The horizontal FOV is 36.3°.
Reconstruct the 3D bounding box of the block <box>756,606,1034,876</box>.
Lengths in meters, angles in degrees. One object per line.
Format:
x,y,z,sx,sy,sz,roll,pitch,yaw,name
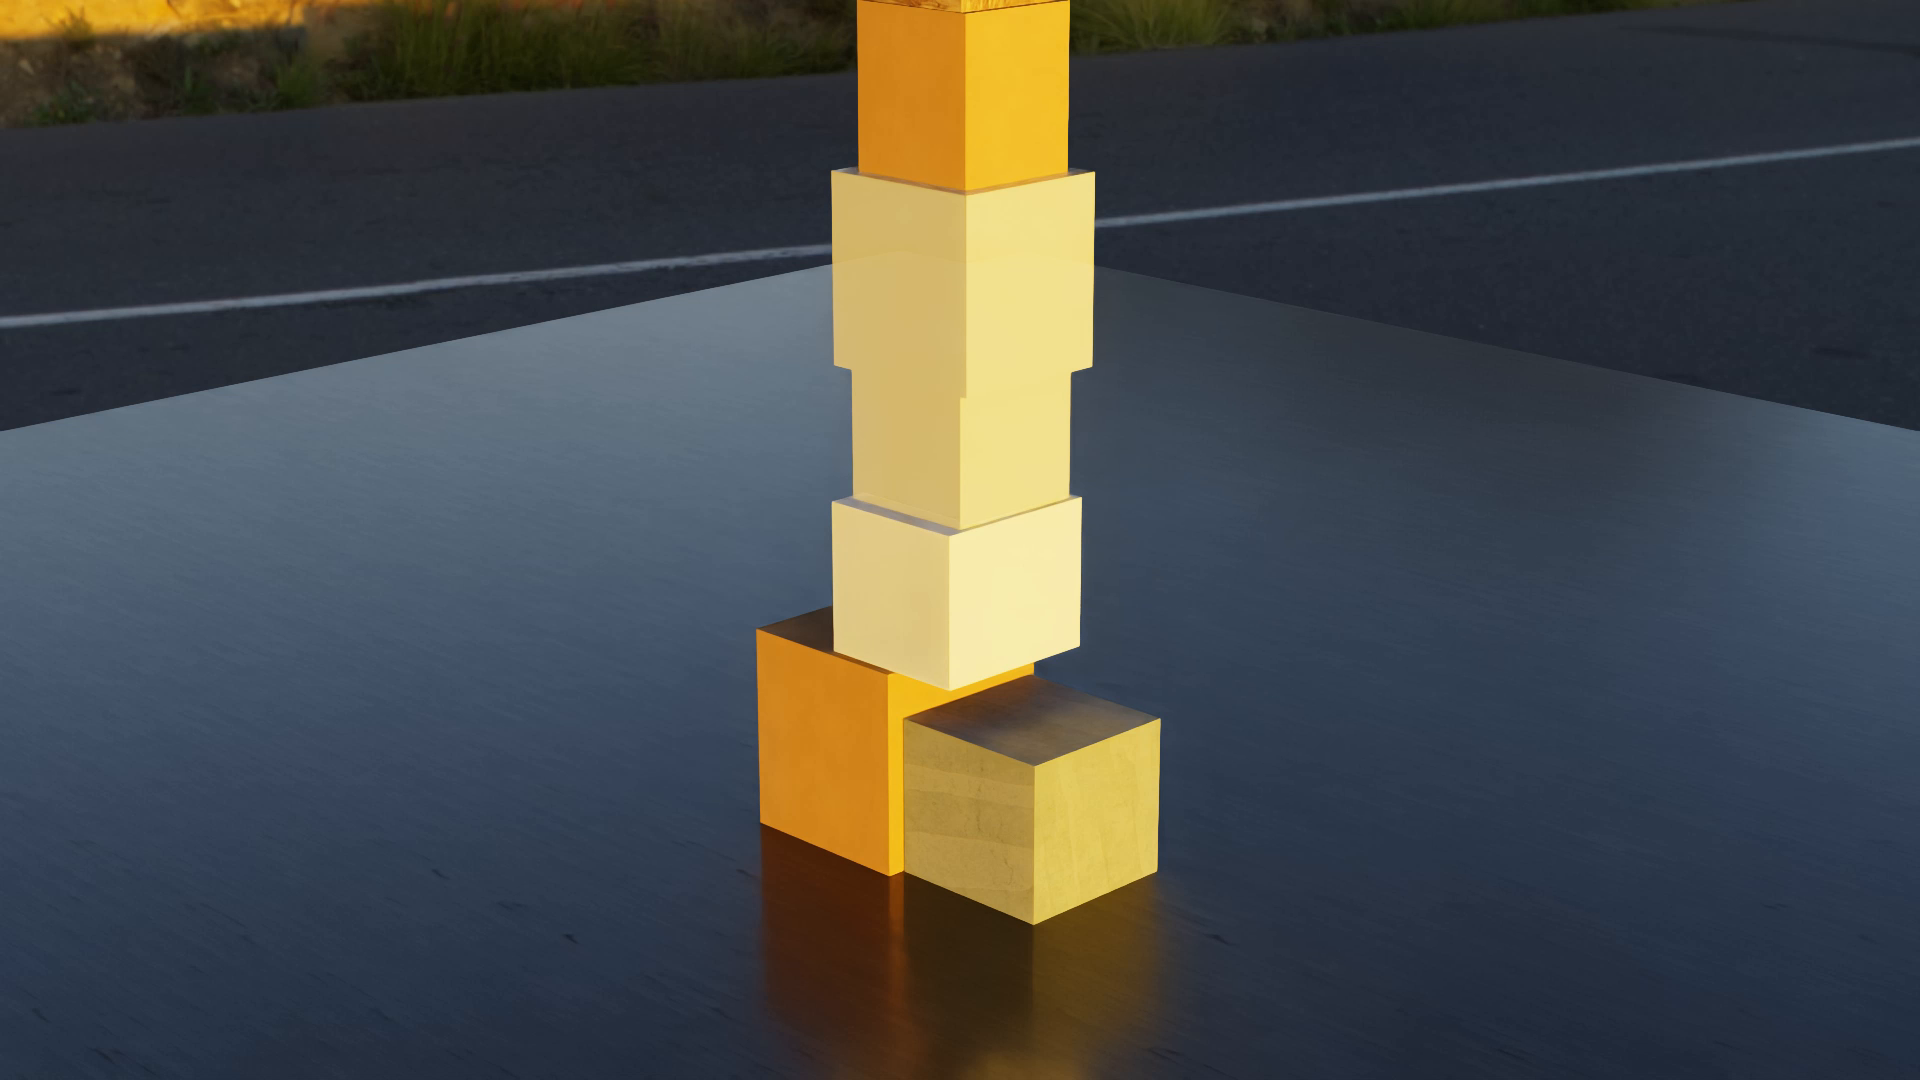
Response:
-0.303,0.878,13.914,0.950,0.981,0.893,-17,24,-42,block

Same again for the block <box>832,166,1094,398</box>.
0.013,-1.197,12.979,0.797,0.878,0.837,-17,24,-42,block

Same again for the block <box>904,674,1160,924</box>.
0.327,1.166,13.381,0.824,0.752,0.819,-17,24,-42,block

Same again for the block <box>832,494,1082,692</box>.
-0.014,0.157,13.377,0.845,0.716,0.753,-17,24,-42,block

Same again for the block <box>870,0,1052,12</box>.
-0.004,-2.595,12.522,0.556,0.579,0.585,-17,24,-42,block

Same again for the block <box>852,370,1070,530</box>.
0.005,-0.483,13.195,0.698,0.614,0.686,-17,24,-42,block

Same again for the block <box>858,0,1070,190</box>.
0.014,-1.971,12.737,0.634,0.743,0.661,-17,24,-42,block
